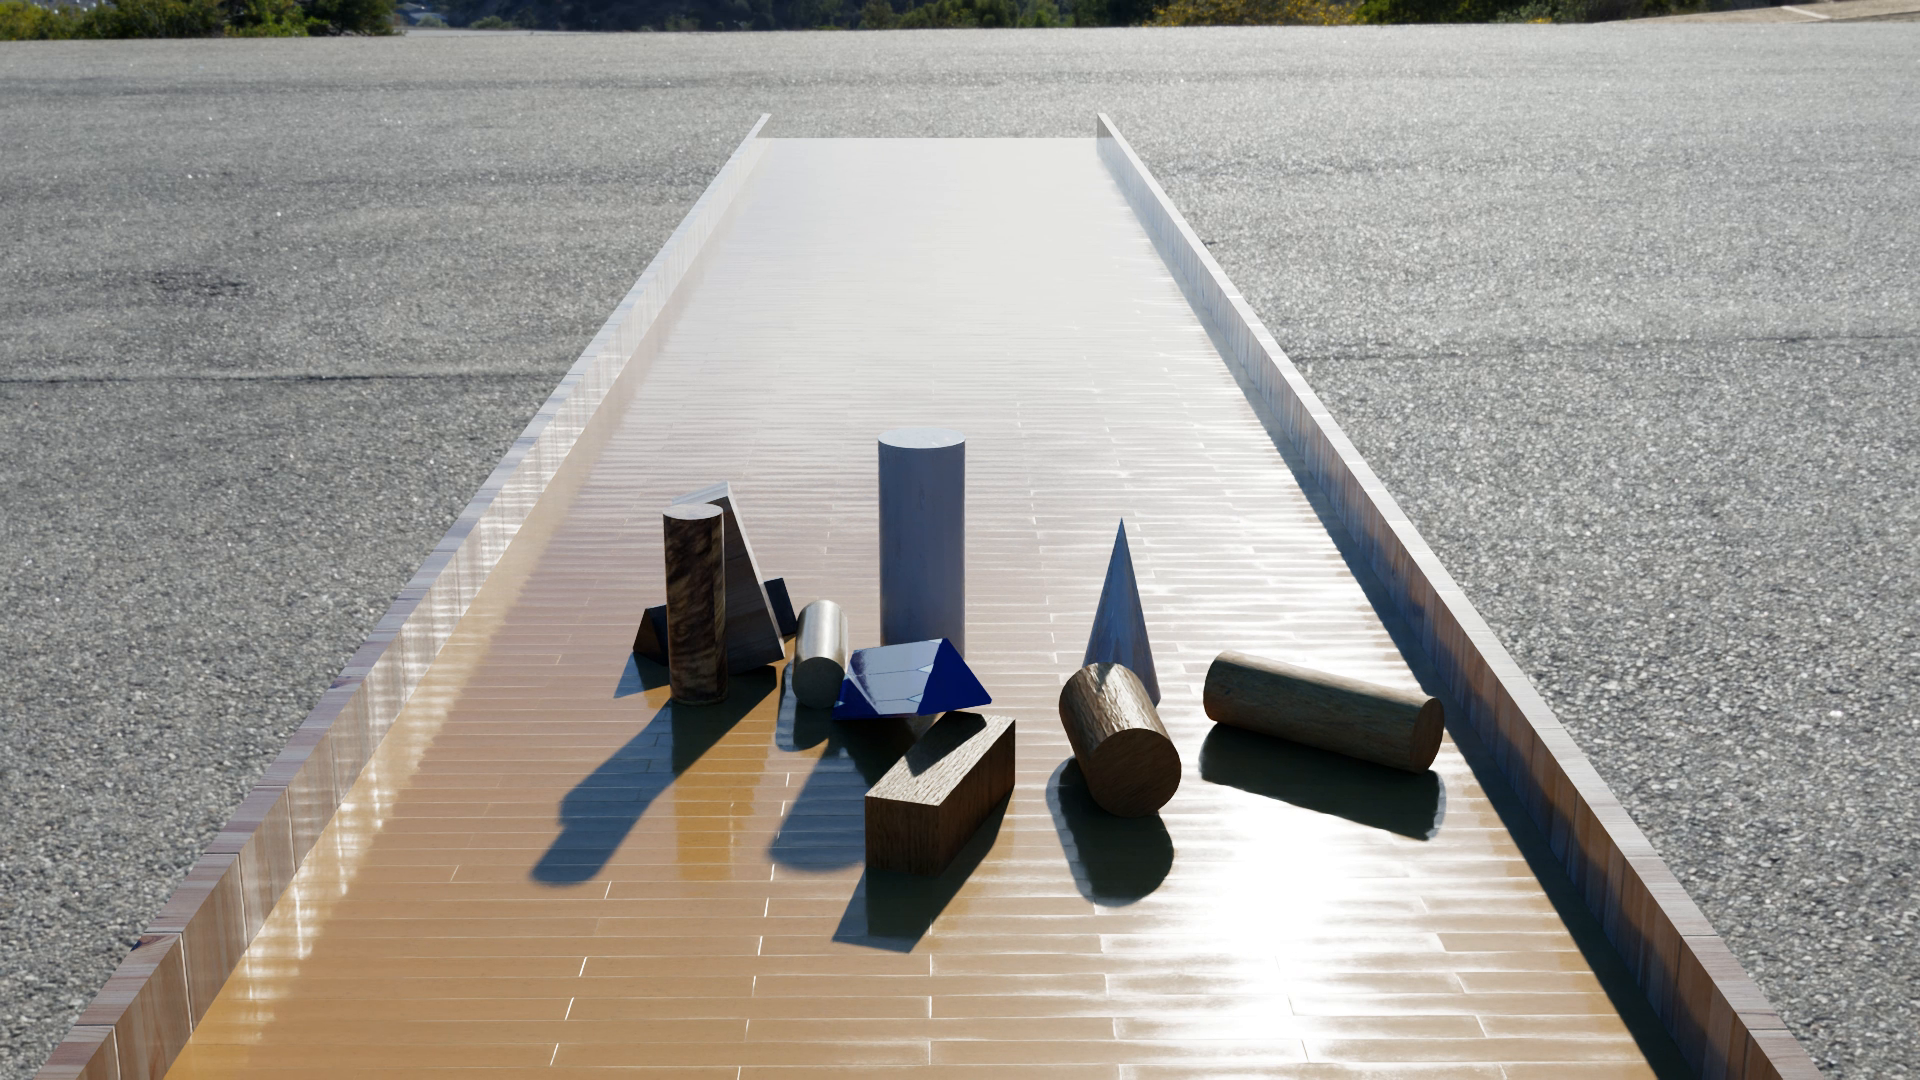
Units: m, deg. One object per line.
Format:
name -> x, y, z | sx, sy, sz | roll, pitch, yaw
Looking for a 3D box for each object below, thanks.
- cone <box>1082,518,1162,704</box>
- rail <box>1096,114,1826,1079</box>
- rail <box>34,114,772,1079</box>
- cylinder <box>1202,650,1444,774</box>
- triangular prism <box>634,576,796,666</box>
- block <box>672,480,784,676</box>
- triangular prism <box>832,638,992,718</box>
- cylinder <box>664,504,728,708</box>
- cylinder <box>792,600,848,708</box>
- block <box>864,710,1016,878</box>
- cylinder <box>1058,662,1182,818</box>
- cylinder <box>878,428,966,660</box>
cone -> 0.303, 0.126, 4.172 | 0.167, 0.360, 0.167 | 0, 17, 0
rail -> 0.932, -0.844, 7.801 | 0.050, 0.150, 12.000 | 0, 17, -1
rail -> -1.118, -0.838, 7.780 | 0.050, 0.150, 12.000 | 0, 17, -1
cylinder -> 0.651, 0.306, 3.959 | 0.415, 0.137, 0.137 | 12, 21, 36
triangular prism -> -0.499, 0.156, 4.507 | 0.328, 0.105, 0.121 | -13, 21, -38
block -> -0.455, 0.075, 4.326 | 0.115, 0.351, 0.115 | -18, 18, -1
triangular prism -> -0.101, 0.246, 3.939 | 0.140, 0.121, 0.413 | -8, -2, -25
cylinder -> -0.499, 0.124, 4.160 | 0.112, 0.371, 0.112 | 0, 17, 0
cylinder -> -0.272, 0.220, 4.304 | 0.104, 0.104, 0.342 | -1, 17, -2
block -> -0.027, 0.412, 3.627 | 0.123, 0.123, 0.396 | 6, 17, 18
cylinder -> 0.273, 0.341, 3.796 | 0.161, 0.161, 0.320 | -2, 17, -6
cylinder -> -0.075, 0.015, 4.387 | 0.173, 0.451, 0.173 | 0, 17, 0
